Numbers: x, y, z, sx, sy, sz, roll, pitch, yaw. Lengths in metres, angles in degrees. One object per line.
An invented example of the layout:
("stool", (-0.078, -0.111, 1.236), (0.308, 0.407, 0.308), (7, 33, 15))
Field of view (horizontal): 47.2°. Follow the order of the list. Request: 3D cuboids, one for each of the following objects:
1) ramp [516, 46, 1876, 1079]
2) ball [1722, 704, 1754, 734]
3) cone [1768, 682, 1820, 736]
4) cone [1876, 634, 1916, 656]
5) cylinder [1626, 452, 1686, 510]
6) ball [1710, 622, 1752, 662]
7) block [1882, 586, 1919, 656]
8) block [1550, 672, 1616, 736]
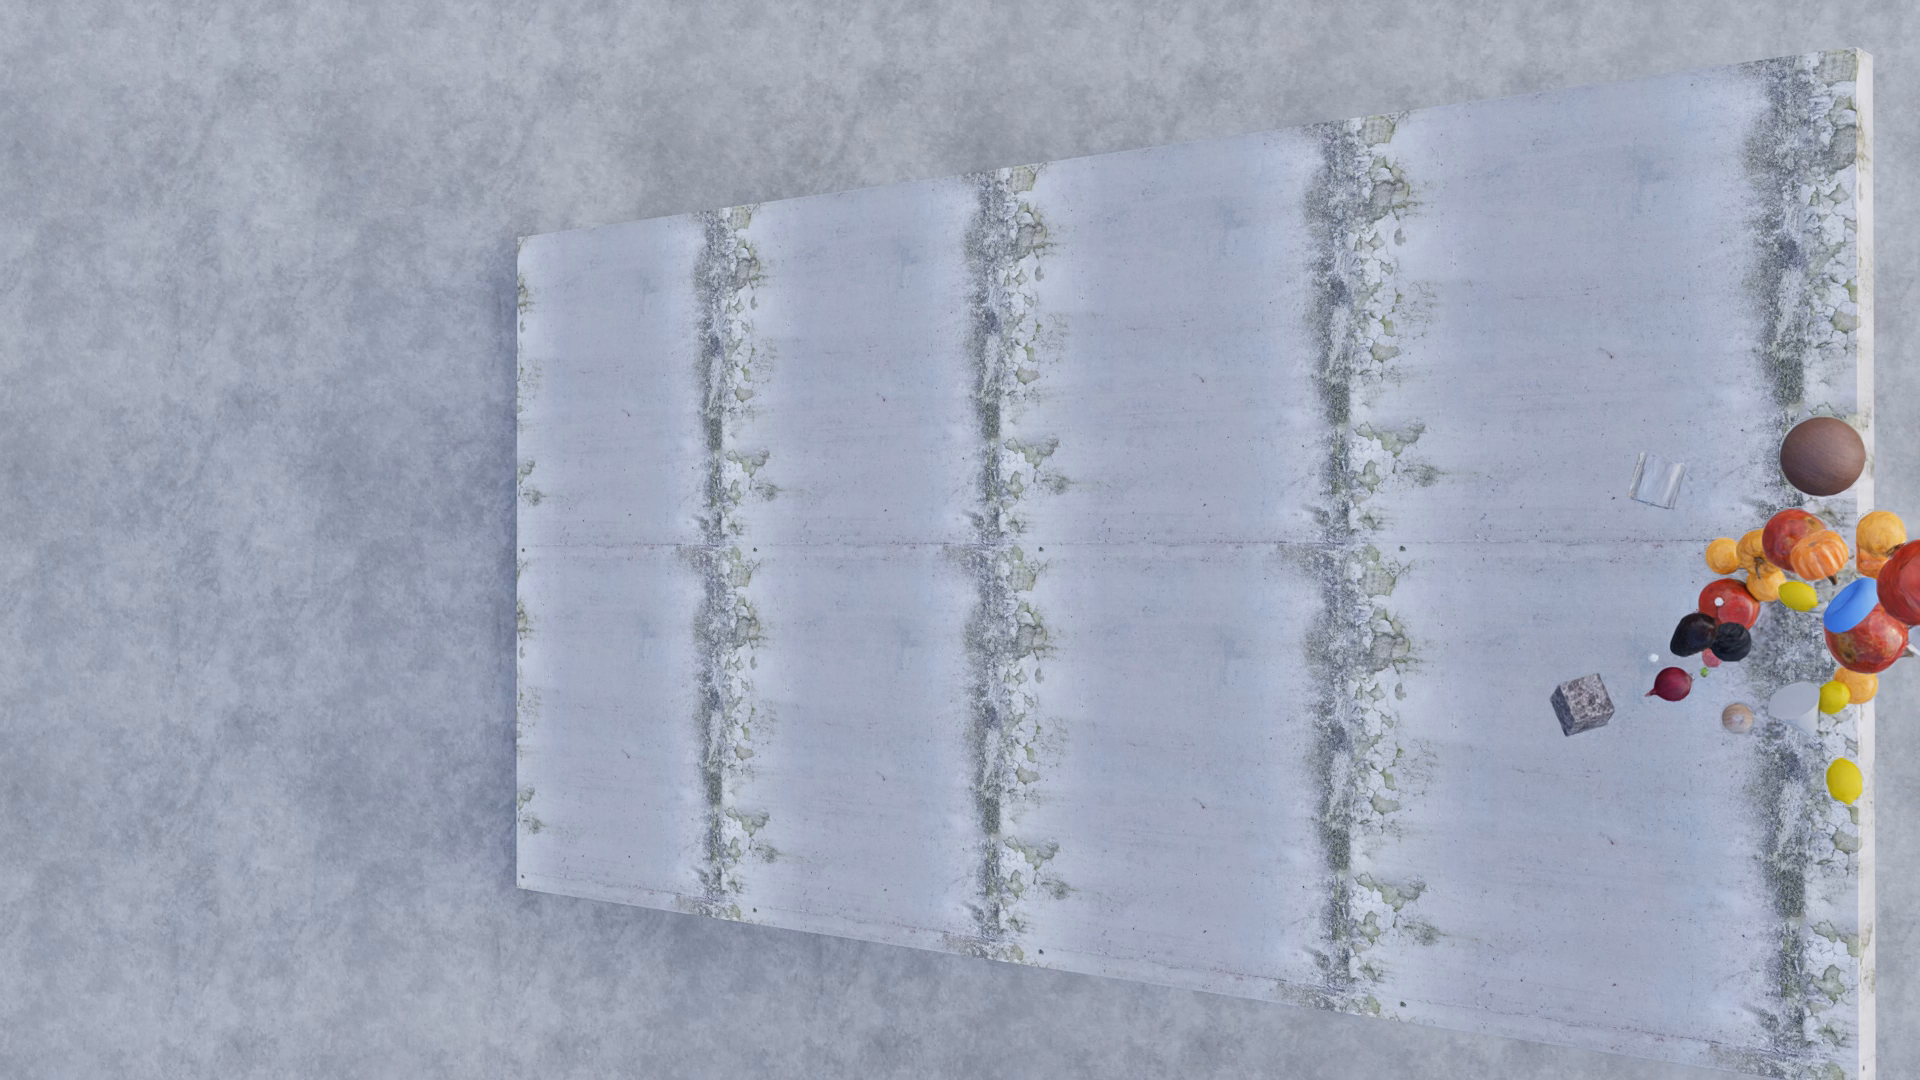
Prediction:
("ramp", (0.210, 0.061, 5.526), (4.000, 0.100, 2.000), (0, 90, 40))
("ball", (1.327, 0.305, 3.754), (0.052, 0.052, 0.052), (0, 90, 0))
("cone", (1.439, 0.305, 3.747), (0.090, 0.090, 0.090), (-37, 113, 0))
("cone", (1.637, 0.191, 3.870), (0.060, 0.060, 0.060), (-34, 90, 34))
("cylinder", (1.270, -0.107, 4.008), (0.085, 0.085, 0.085), (15, 98, 0))
("ball", (1.302, 0.173, 3.716), (0.068, 0.068, 0.068), (0, 90, 0))
("block", (1.570, 0.142, 3.556), (0.086, 0.086, 0.086), (37, 98, -5))
("block", (1.206, 0.320, 4.264), (0.082, 0.082, 0.082), (-15, 66, -5))
